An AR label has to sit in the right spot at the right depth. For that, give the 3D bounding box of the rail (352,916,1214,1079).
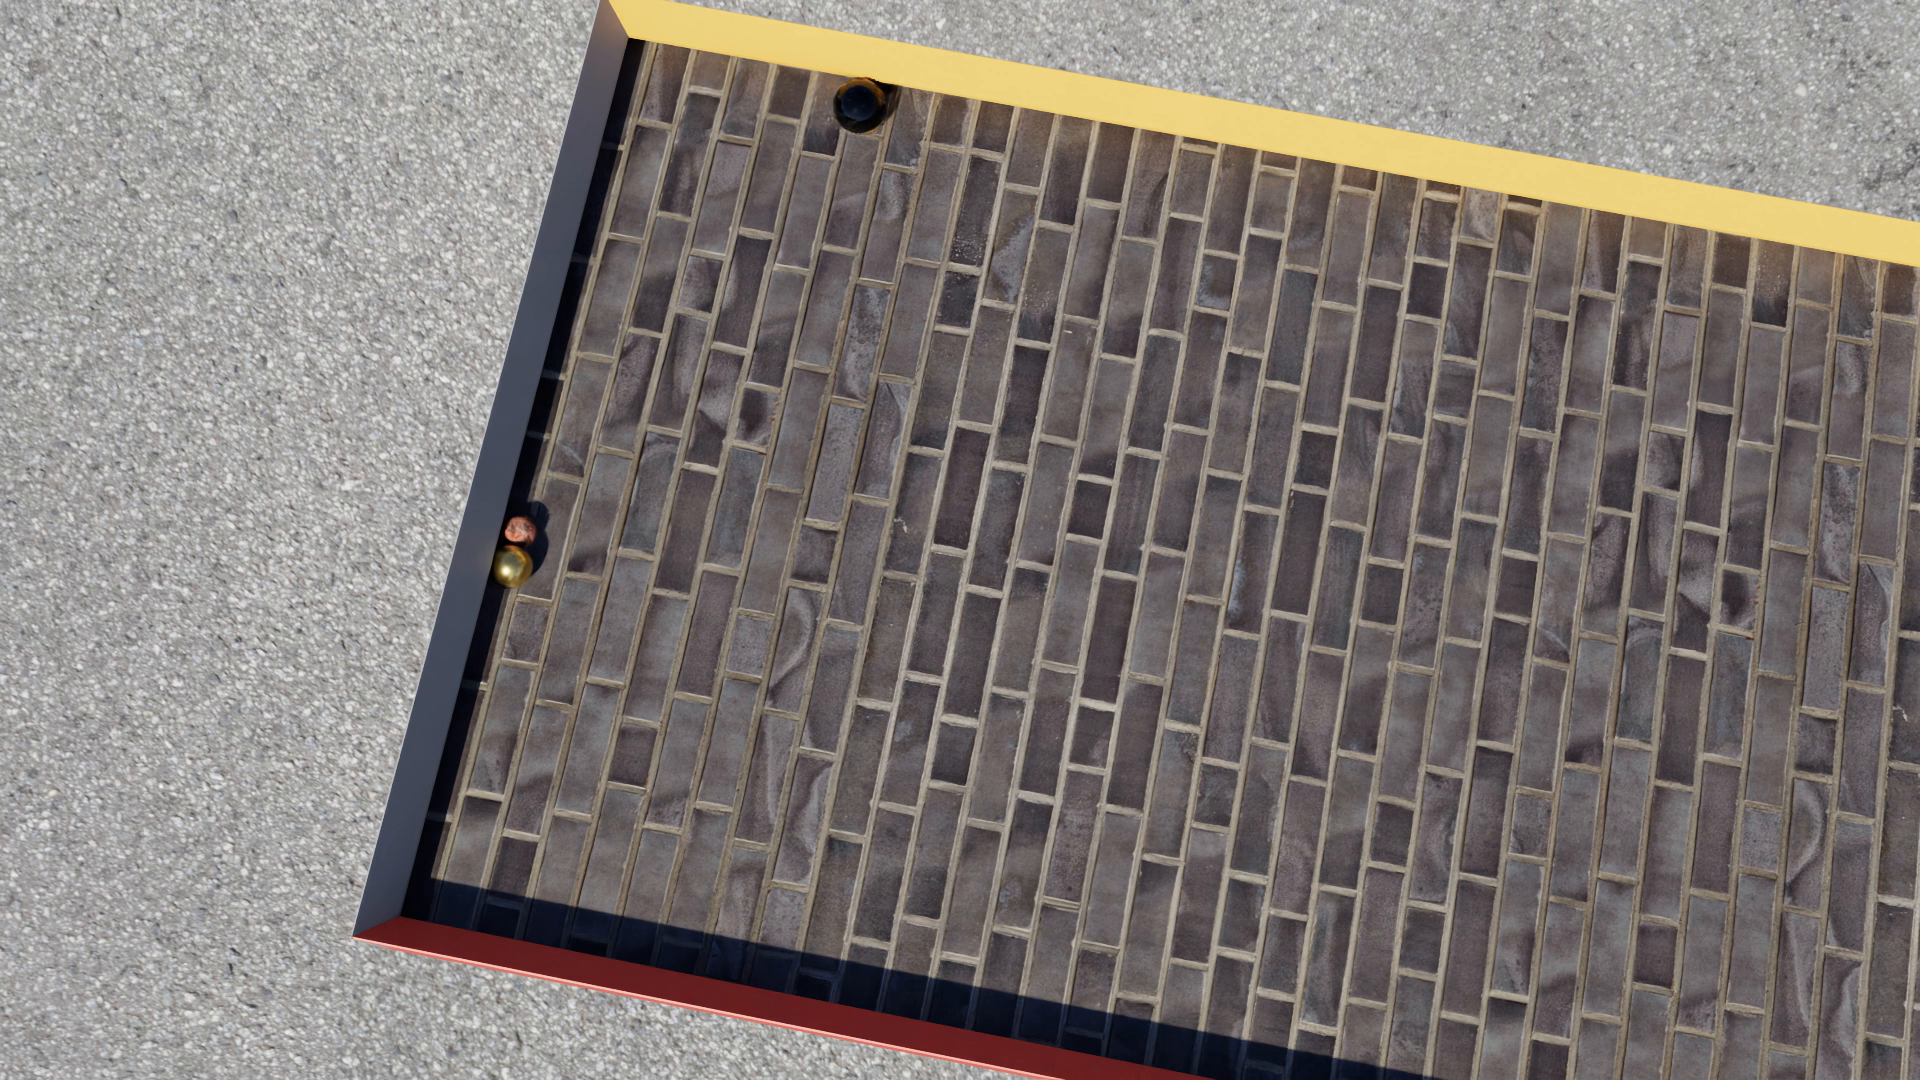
[{"bbox_3d":[0.576,0.827,3.102,2.927,0.115,0.045,11,75,3],"label":"rail"}]

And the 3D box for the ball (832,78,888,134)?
[{"bbox_3d":[-0.160,-0.697,3.533,0.088,0.088,0.088,0,75,0],"label":"ball"}]

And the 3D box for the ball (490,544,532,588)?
[{"bbox_3d":[-0.682,0.039,3.344,0.065,0.065,0.065,0,75,0],"label":"ball"}]

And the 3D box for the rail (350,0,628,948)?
[{"bbox_3d":[-0.695,-0.139,3.366,0.045,0.115,1.526,11,75,3],"label":"rail"}]

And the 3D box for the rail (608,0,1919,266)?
[{"bbox_3d":[0.860,-0.572,3.485,2.927,0.115,0.045,11,75,3],"label":"rail"}]

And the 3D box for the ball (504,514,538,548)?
[{"bbox_3d":[-0.673,-0.013,3.366,0.050,0.050,0.050,0,75,0],"label":"ball"}]
